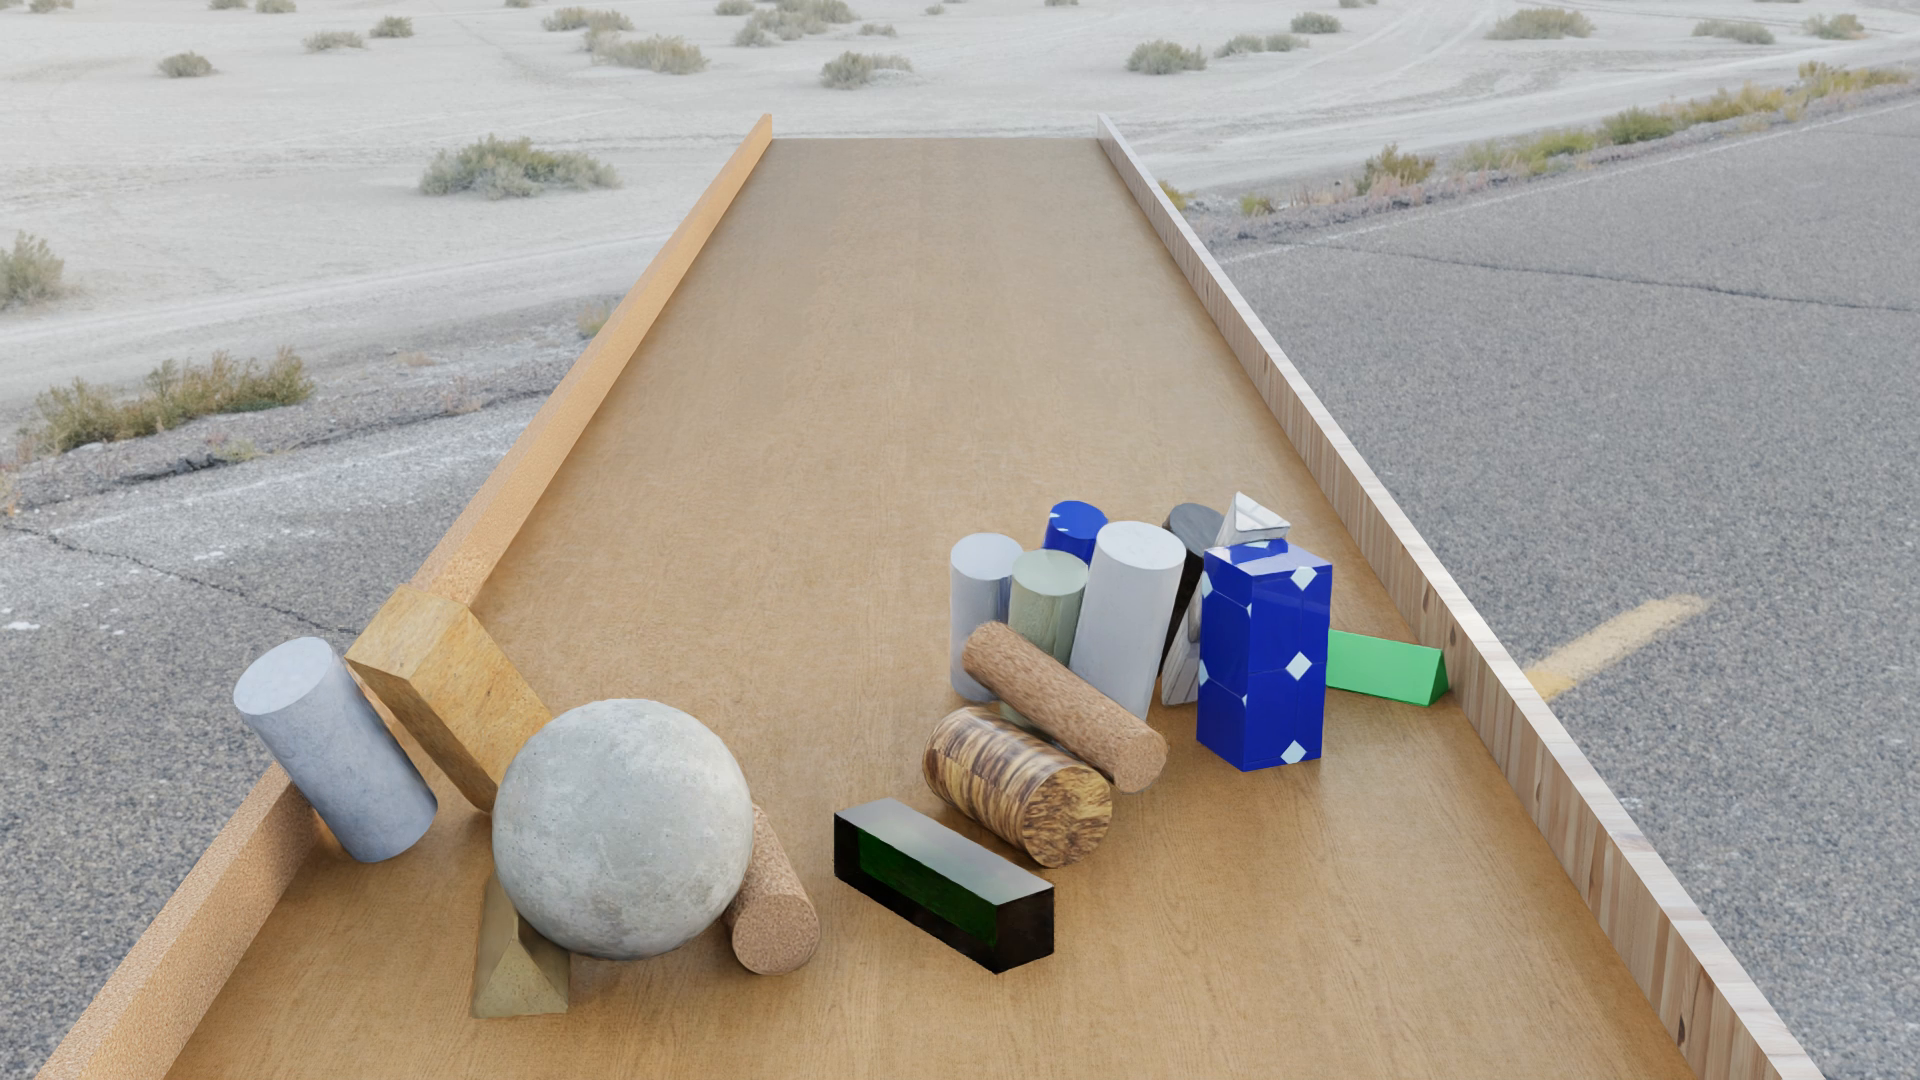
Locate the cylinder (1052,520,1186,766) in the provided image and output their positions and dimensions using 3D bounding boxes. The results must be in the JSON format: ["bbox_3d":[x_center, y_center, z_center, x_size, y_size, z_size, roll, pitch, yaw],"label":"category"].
[{"bbox_3d":[0.272,0.189,3.797,0.153,0.427,0.153,8,31,-5],"label":"cylinder"}]

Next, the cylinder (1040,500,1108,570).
[{"bbox_3d":[0.172,0.130,4.015,0.105,0.438,0.105,8,39,-6],"label":"cylinder"}]

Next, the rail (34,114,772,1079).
[{"bbox_3d":[-1.118,-0.838,7.780,0.050,0.150,12.000,0,17,-1],"label":"rail"}]

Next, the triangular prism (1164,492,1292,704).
[{"bbox_3d":[0.469,0.109,4.084,0.116,0.434,0.101,-5,43,-28],"label":"triangular prism"}]

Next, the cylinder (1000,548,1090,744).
[{"bbox_3d":[0.148,0.197,3.910,0.135,0.349,0.135,3,36,-2],"label":"cylinder"}]

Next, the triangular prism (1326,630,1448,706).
[{"bbox_3d":[0.763,0.228,4.280,0.357,0.097,0.112,10,19,31],"label":"triangular prism"}]

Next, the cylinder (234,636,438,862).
[{"bbox_3d":[-0.973,0.331,3.445,0.163,0.346,0.163,-15,38,12],"label":"cylinder"}]

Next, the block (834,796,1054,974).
[{"bbox_3d":[-0.030,0.513,3.312,0.108,0.108,0.409,-12,20,-35],"label":"block"}]

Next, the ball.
[{"bbox_3d":[-0.472,0.405,3.088,0.366,0.366,0.366,0,17,0],"label":"ball"}]

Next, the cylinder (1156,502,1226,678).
[{"bbox_3d":[0.403,0.101,4.250,0.162,0.329,0.162,18,39,-15],"label":"cylinder"}]

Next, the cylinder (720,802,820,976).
[{"bbox_3d":[-0.311,0.511,3.286,0.127,0.127,0.359,-5,17,-16],"label":"cylinder"}]

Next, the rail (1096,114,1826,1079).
[{"bbox_3d":[0.932,-0.844,7.801,0.050,0.150,12.000,0,17,-1],"label":"rail"}]

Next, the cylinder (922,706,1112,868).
[{"bbox_3d":[0.090,0.399,3.588,0.170,0.170,0.308,-10,19,-30],"label":"cylinder"}]

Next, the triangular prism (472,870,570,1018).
[{"bbox_3d":[-0.638,0.539,3.206,0.130,0.112,0.414,-3,17,-8],"label":"triangular prism"}]

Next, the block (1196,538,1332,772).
[{"bbox_3d":[0.538,0.202,3.905,0.162,0.363,0.162,-7,19,-23],"label":"block"}]

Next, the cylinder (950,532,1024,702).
[{"bbox_3d":[0.049,0.147,4.144,0.137,0.306,0.137,0,39,0],"label":"cylinder"}]

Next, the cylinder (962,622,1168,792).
[{"bbox_3d":[0.168,0.273,3.663,0.109,0.109,0.426,-11,29,-33],"label":"cylinder"}]

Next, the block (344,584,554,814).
[{"bbox_3d":[-0.789,0.274,3.540,0.148,0.425,0.148,14,58,33],"label":"block"}]
